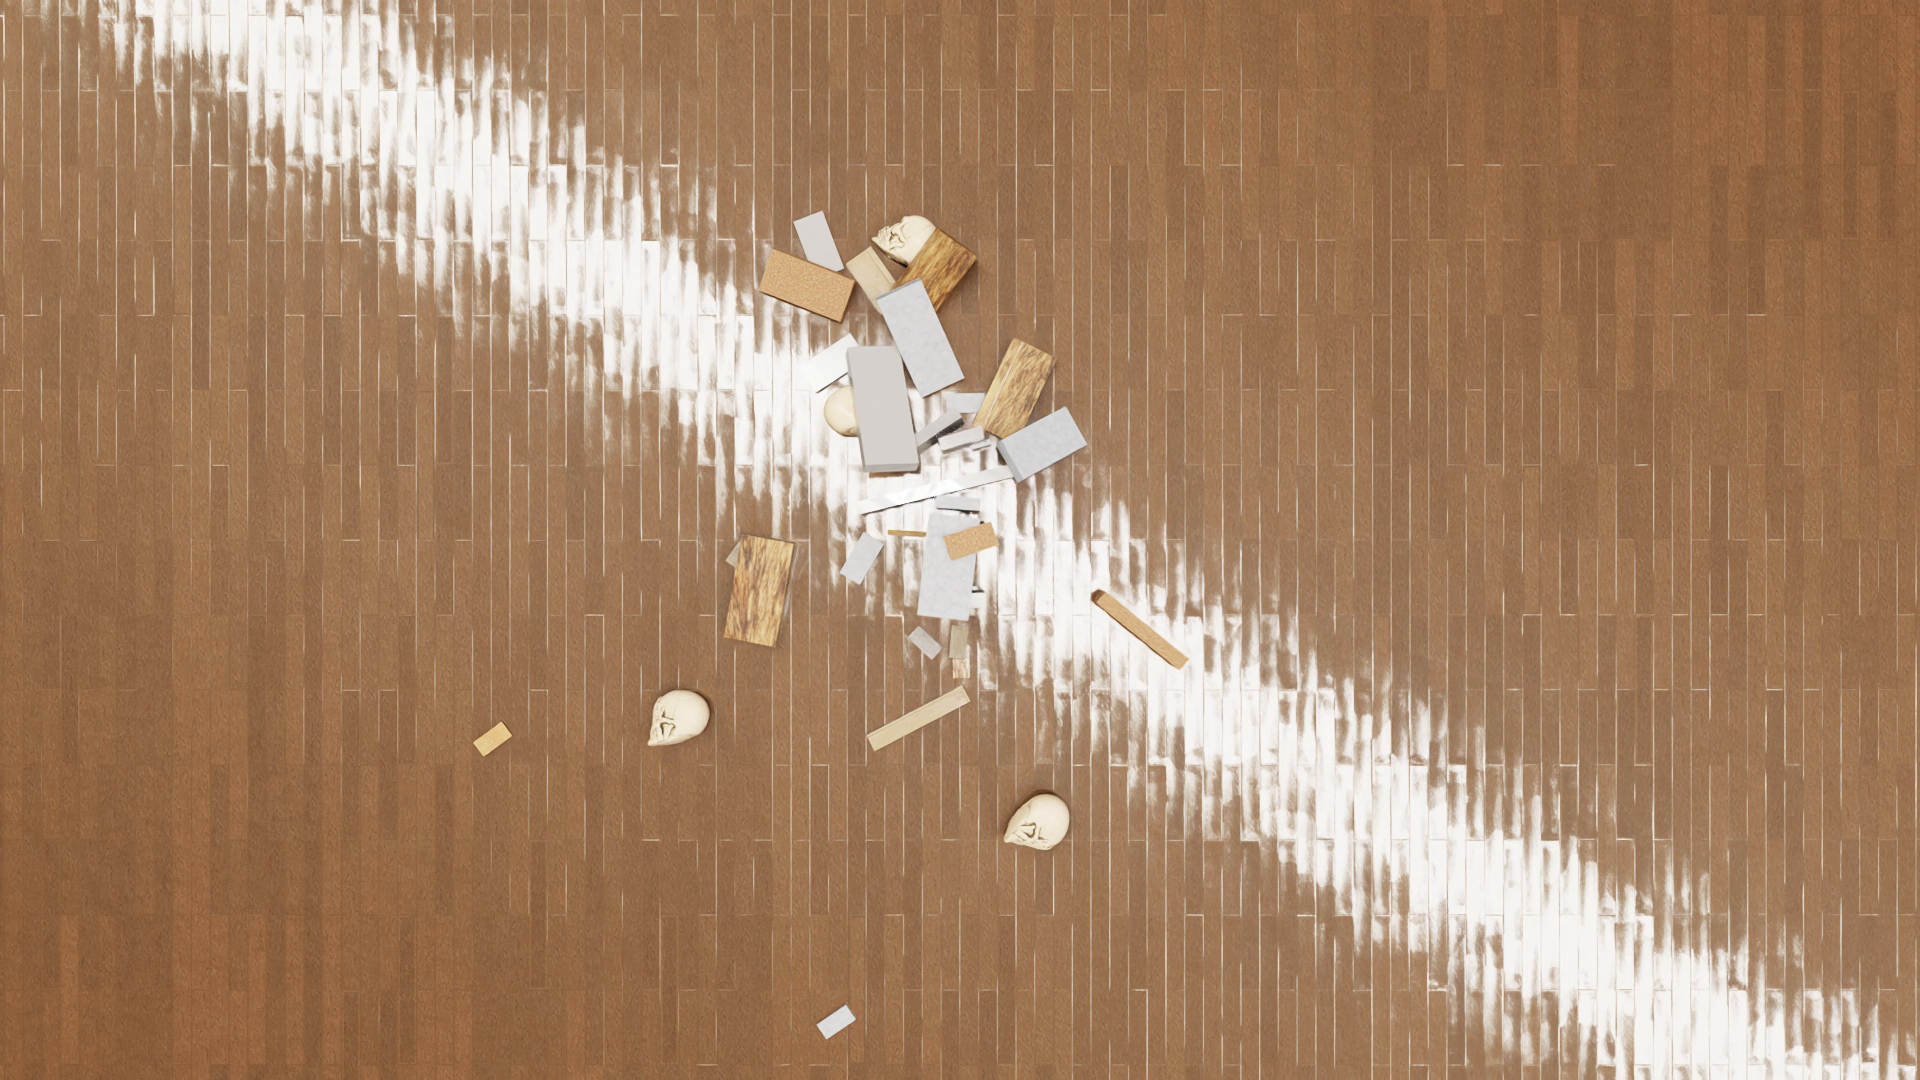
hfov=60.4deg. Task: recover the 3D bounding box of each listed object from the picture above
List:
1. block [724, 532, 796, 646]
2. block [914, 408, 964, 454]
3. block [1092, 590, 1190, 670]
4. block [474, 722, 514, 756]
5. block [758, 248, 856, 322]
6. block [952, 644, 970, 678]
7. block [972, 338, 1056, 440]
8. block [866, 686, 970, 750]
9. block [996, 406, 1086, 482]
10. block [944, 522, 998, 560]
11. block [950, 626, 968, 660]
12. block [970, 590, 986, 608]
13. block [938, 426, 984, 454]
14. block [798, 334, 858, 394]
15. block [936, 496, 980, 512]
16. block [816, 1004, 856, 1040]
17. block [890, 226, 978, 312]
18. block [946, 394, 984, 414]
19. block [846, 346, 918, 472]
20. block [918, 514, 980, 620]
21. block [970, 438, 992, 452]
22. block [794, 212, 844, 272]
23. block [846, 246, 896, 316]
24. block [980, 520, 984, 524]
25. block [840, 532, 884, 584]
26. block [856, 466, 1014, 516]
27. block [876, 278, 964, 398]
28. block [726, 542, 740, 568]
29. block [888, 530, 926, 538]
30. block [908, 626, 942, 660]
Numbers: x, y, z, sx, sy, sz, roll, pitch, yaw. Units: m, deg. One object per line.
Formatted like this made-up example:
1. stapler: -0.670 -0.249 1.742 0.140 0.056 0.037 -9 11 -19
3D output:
1. block: -0.662 0.165 5.454 0.174 0.049 0.347 11 96 3
2. block: -0.117 -0.331 5.428 0.281 0.140 0.040 -34 83 0
3. block: 0.591 0.294 5.413 0.347 0.174 0.049 39 90 0
4. block: -1.554 0.662 5.492 0.117 0.017 0.059 -36 90 0
5. block: -0.505 -0.845 5.458 0.291 0.041 0.145 21 108 0
6. block: 0.004 0.404 5.492 0.054 0.015 0.109 -1 90 0
7. block: 0.178 -0.493 5.467 0.158 0.045 0.316 25 90 -8
8. block: -0.139 0.593 5.492 0.357 0.017 0.058 -28 90 0
9. block: 0.268 -0.314 5.407 0.291 0.041 0.145 -29 90 -31
10. block: 0.034 0.003 5.124 0.157 0.022 0.078 -18 90 0
11. block: -0.005 0.340 5.479 0.054 0.015 0.109 5 76 1
12. block: 0.001 0.191 5.340 0.160 0.320 0.045 -1 90 0
13. block: 0.004 -0.325 5.359 0.140 0.281 0.040 -17 91 0
14. block: -0.421 -0.587 5.486 0.204 0.029 0.102 -33 90 0
15. block: -0.005 -0.117 5.360 0.140 0.281 0.040 4 90 0
16. block: -0.411 1.603 5.492 0.117 0.017 0.059 -34 90 0
17. block: -0.104 -0.850 5.401 0.158 0.045 0.316 30 108 -28
18. block: 0.019 -0.455 5.491 0.128 0.018 0.064 -1 90 0
19. block: -0.255 -0.429 5.359 0.174 0.049 0.446 -3 63 -15
20. block: -0.035 0.083 5.158 0.160 0.045 0.320 7 90 0
21. block: 0.069 -0.312 5.436 0.064 0.128 0.018 -16 90 0
22. block: -0.469 -0.978 5.486 0.102 0.029 0.204 -21 90 0
23. block: -0.279 -0.861 5.486 0.102 0.029 0.204 -35 90 0
24. block: -0.001 -0.031 5.340 0.160 0.320 0.045 -5 90 0
25. block: -0.326 0.061 5.489 0.078 0.022 0.157 31 90 0
26. block: -0.083 -0.164 5.427 0.518 0.145 0.041 -14 90 0
27. block: -0.131 -0.662 5.411 0.158 0.045 0.360 -25 112 0
28. block: -0.692 0.082 5.489 0.157 0.022 0.078 35 90 0
29. block: -0.176 -0.022 5.468 0.128 0.064 0.018 3 90 0
30. block: -0.115 0.341 5.492 0.109 0.015 0.054 44 90 0
